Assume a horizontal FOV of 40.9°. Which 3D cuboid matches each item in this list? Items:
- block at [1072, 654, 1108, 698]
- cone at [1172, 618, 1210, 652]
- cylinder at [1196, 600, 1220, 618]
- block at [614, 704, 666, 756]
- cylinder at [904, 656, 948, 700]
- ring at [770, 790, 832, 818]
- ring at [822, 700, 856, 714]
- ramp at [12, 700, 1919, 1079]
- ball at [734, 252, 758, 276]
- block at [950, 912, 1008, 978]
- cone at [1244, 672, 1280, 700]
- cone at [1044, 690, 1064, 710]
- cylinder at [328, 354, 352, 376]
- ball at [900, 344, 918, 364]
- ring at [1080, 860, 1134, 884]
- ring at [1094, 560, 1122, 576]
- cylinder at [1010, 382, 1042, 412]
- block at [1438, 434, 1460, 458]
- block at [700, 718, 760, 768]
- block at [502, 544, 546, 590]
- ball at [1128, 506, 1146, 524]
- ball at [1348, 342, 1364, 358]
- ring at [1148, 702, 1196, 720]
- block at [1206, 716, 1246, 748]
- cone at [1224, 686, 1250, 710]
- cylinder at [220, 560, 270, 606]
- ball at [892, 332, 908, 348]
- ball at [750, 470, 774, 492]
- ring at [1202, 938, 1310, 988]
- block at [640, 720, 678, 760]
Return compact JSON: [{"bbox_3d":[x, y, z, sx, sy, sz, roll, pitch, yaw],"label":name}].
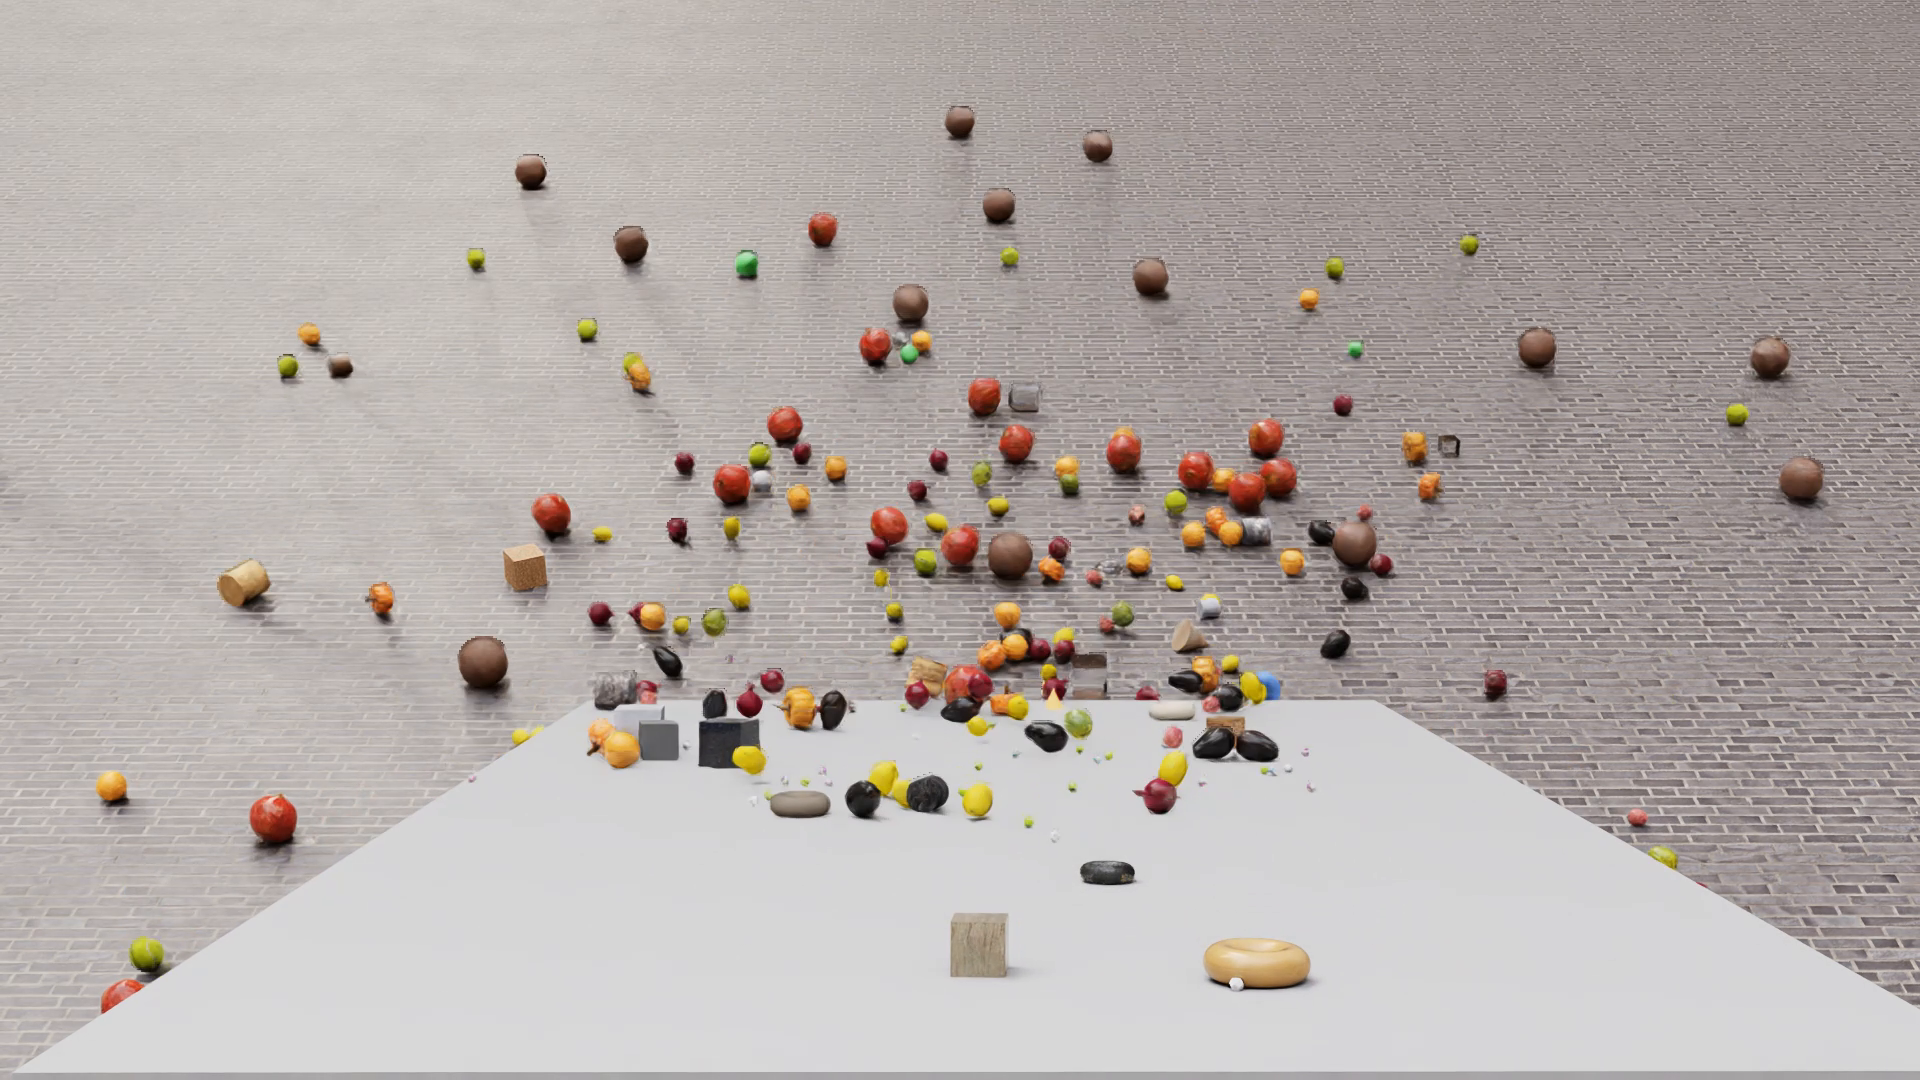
[{"bbox_3d":[0.339,0.358,6.771,0.088,0.088,0.088,0,23,0],"label":"block"},{"bbox_3d":[0.641,0.273,7.011,0.095,0.095,0.095,20,18,-21],"label":"cone"},{"bbox_3d":[0.692,0.190,7.179,0.050,0.050,0.050,1,23,-23],"label":"cylinder"},{"bbox_3d":[-0.665,0.396,5.364,0.096,0.096,0.096,0,2,-2],"label":"block"},{"bbox_3d":[-0.083,0.338,6.345,0.087,0.087,0.087,19,-3,1],"label":"cylinder"},{"bbox_3d":[-0.274,0.454,4.435,0.106,0.035,0.106,0,3,0],"label":"ring"},{"bbox_3d":[-0.293,0.404,6.240,0.083,0.028,0.083,0,0,0],"label":"ring"},{"bbox_3d":[0.057,0.518,4.557,2.000,0.100,4.000,0,2,0],"label":"ramp"},{"bbox_3d":[-0.808,-1.043,9.768,0.089,0.089,0.089,0,25,0],"label":"ball"},{"bbox_3d":[0.024,0.480,3.058,0.065,0.065,0.065,0,2,4],"label":"block"},{"bbox_3d":[0.778,0.374,6.681,0.098,0.098,0.098,-5,68,11],"label":"cone"},{"bbox_3d":[0.230,0.389,6.339,0.051,0.051,0.051,0,2,0],"label":"cone"},{"bbox_3d":[-2.128,-0.600,8.845,0.067,0.067,0.067,-13,28,-25],"label":"cylinder"},{"bbox_3d":[-0.177,-0.646,8.948,0.063,0.063,0.063,0,25,0],"label":"ball"},{"bbox_3d":[0.213,0.479,3.720,0.080,0.027,0.080,1,1,0],"label":"ring"},{"bbox_3d":[0.429,0.081,7.439,0.082,0.027,0.082,0,24,0],"label":"ring"},{"bbox_3d":[0.217,-0.476,8.549,0.091,0.091,0.091,5,26,12],"label":"cylinder"},{"bbox_3d":[1.559,-0.299,8.220,0.053,0.053,0.053,-4,25,-9],"label":"block"},{"bbox_3d":[-0.460,0.405,5.151,0.091,0.091,0.091,1,2,19],"label":"block"},{"bbox_3d":[-1.244,0.077,7.370,0.092,0.092,0.092,-13,28,-26],"label":"block"},{"bbox_3d":[0.531,-0.075,7.743,0.051,0.051,0.051,0,25,0],"label":"ball"},{"bbox_3d":[1.381,-0.666,9.003,0.054,0.054,0.054,0,25,0],"label":"ball"},{"bbox_3d":[0.501,0.403,6.095,0.113,0.038,0.113,-1,1,0],"label":"ring"},{"bbox_3d":[0.565,0.408,5.486,0.062,0.062,0.062,1,2,33],"label":"block"},{"bbox_3d":[0.672,0.400,6.299,0.067,0.067,0.067,5,29,11],"label":"cone"},{"bbox_3d":[-2.015,0.123,7.259,0.098,0.098,0.098,15,31,28],"label":"cylinder"},{"bbox_3d":[-0.210,-0.707,9.088,0.056,0.056,0.056,0,25,0],"label":"ball"},{"bbox_3d":[-0.611,-0.181,7.949,0.068,0.068,0.068,0,25,0],"label":"ball"},{"bbox_3d":[0.346,0.493,3.007,0.126,0.042,0.126,1,2,0],"label":"ring"},{"bbox_3d":[-0.616,0.410,5.277,0.073,0.073,0.073,0,2,-12],"label":"block"}]
